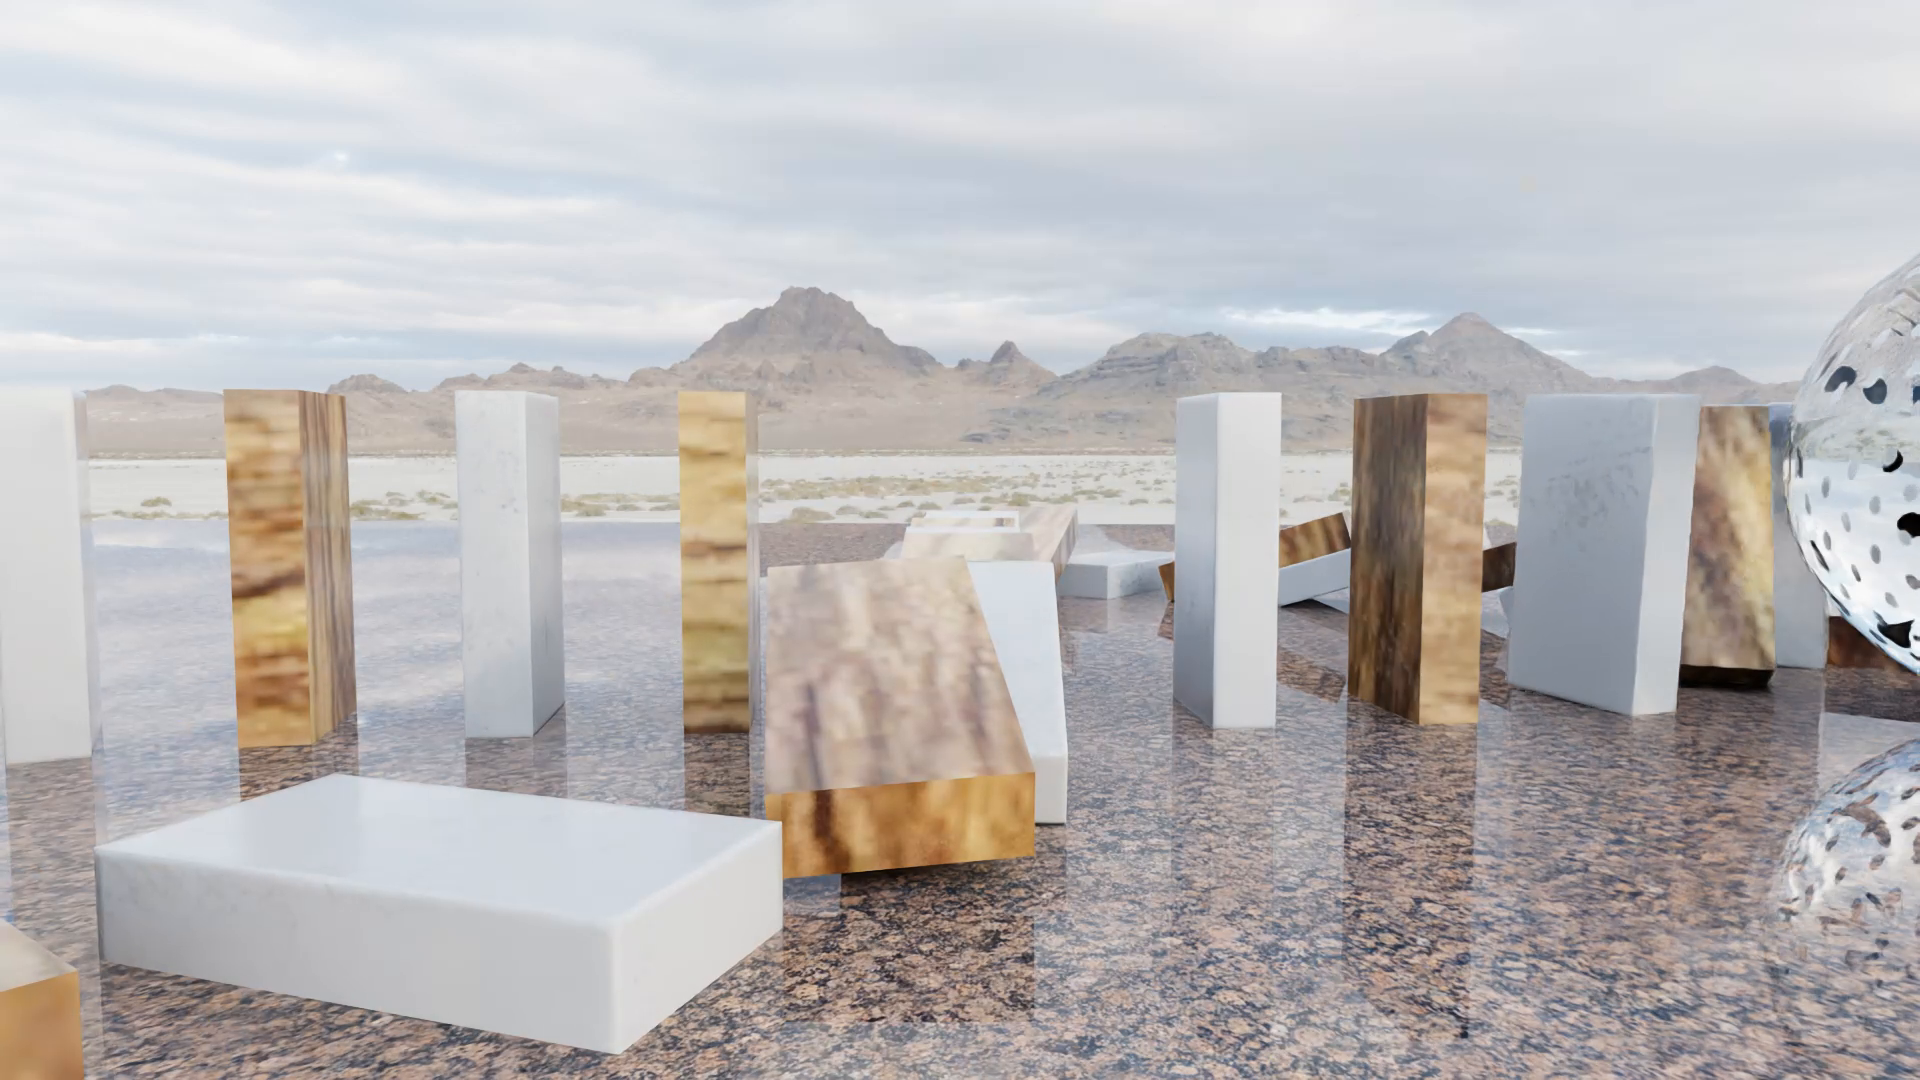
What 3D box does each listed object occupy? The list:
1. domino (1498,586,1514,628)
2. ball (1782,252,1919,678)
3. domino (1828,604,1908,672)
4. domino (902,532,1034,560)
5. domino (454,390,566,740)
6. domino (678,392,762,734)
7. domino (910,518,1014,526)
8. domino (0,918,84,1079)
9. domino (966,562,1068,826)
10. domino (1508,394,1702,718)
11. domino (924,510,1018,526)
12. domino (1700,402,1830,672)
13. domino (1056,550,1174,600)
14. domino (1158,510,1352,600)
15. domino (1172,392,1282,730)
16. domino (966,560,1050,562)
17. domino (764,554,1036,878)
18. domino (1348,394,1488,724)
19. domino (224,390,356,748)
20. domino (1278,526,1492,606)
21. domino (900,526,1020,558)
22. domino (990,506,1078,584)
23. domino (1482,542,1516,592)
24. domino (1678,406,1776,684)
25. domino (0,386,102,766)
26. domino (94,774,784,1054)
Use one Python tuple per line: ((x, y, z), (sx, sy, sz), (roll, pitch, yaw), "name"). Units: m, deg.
((0.150, 0.008, 0.286), (0.025, 0.010, 0.050), (-6, -12, -43), "domino")
((0.170, -0.012, 0.191), (0.080, 0.080, 0.080), (0, 4, 0), "ball")
((0.169, 0.018, 0.263), (0.050, 0.009, 0.025), (4, 6, 42), "domino")
((0.001, 0.013, 0.231), (0.025, 0.010, 0.050), (0, 23, 2), "domino")
((-0.068, 0.003, 0.196), (0.010, 0.050, 0.025), (-1, 4, -7), "domino")
((-0.037, 0.003, 0.199), (0.009, 0.050, 0.025), (0, 4, -5), "domino")
((0.000, 0.008, 0.292), (0.025, 0.009, 0.050), (0, 22, 3), "domino")
((-0.083, 0.031, 0.086), (0.050, 0.010, 0.025), (3, 5, 38), "domino")
((0.000, 0.018, 0.165), (0.025, 0.009, 0.050), (0, 24, 2), "domino")
((0.104, 0.001, 0.210), (0.010, 0.050, 0.025), (-2, 7, -23), "domino")
((0.002, 0.006, 0.322), (0.025, 0.010, 0.050), (0, 22, 3), "domino")
((0.154, -0.001, 0.249), (0.025, 0.050, 0.009), (3, 8, 38), "domino")
((0.045, 0.010, 0.376), (0.025, 0.009, 0.050), (3, 5, 37), "domino")
((0.082, 0.004, 0.349), (0.050, 0.010, 0.025), (-18, -3, 21), "domino")
((0.042, 0.002, 0.202), (0.010, 0.050, 0.025), (0, 4, -4), "domino")
((0.002, 0.017, 0.194), (0.025, 0.009, 0.050), (0, 20, 2), "domino")
((-0.009, 0.017, 0.143), (0.025, 0.010, 0.050), (-4, 24, -7), "domino")
((0.073, 0.002, 0.206), (0.009, 0.050, 0.025), (-1, 4, -8), "domino")
((-0.099, 0.003, 0.191), (0.009, 0.050, 0.025), (-1, 4, -12), "domino")
((0.108, 0.005, 0.332), (0.050, 0.010, 0.025), (-19, -7, 32), "domino")
((0.000, 0.011, 0.260), (0.025, 0.010, 0.050), (0, 22, 2), "domino")
((0.016, 0.004, 0.353), (0.025, 0.009, 0.050), (1, 22, 16), "domino")
((0.131, 0.007, 0.311), (0.050, 0.009, 0.025), (-21, -11, 40), "domino")
((0.134, 0.000, 0.236), (0.025, 0.050, 0.009), (2, -20, 25), "domino")
((-0.129, 0.004, 0.181), (0.010, 0.050, 0.025), (-3, 5, -31), "domino")
((-0.043, 0.030, 0.109), (0.050, 0.009, 0.025), (1, 5, 19), "domino")
